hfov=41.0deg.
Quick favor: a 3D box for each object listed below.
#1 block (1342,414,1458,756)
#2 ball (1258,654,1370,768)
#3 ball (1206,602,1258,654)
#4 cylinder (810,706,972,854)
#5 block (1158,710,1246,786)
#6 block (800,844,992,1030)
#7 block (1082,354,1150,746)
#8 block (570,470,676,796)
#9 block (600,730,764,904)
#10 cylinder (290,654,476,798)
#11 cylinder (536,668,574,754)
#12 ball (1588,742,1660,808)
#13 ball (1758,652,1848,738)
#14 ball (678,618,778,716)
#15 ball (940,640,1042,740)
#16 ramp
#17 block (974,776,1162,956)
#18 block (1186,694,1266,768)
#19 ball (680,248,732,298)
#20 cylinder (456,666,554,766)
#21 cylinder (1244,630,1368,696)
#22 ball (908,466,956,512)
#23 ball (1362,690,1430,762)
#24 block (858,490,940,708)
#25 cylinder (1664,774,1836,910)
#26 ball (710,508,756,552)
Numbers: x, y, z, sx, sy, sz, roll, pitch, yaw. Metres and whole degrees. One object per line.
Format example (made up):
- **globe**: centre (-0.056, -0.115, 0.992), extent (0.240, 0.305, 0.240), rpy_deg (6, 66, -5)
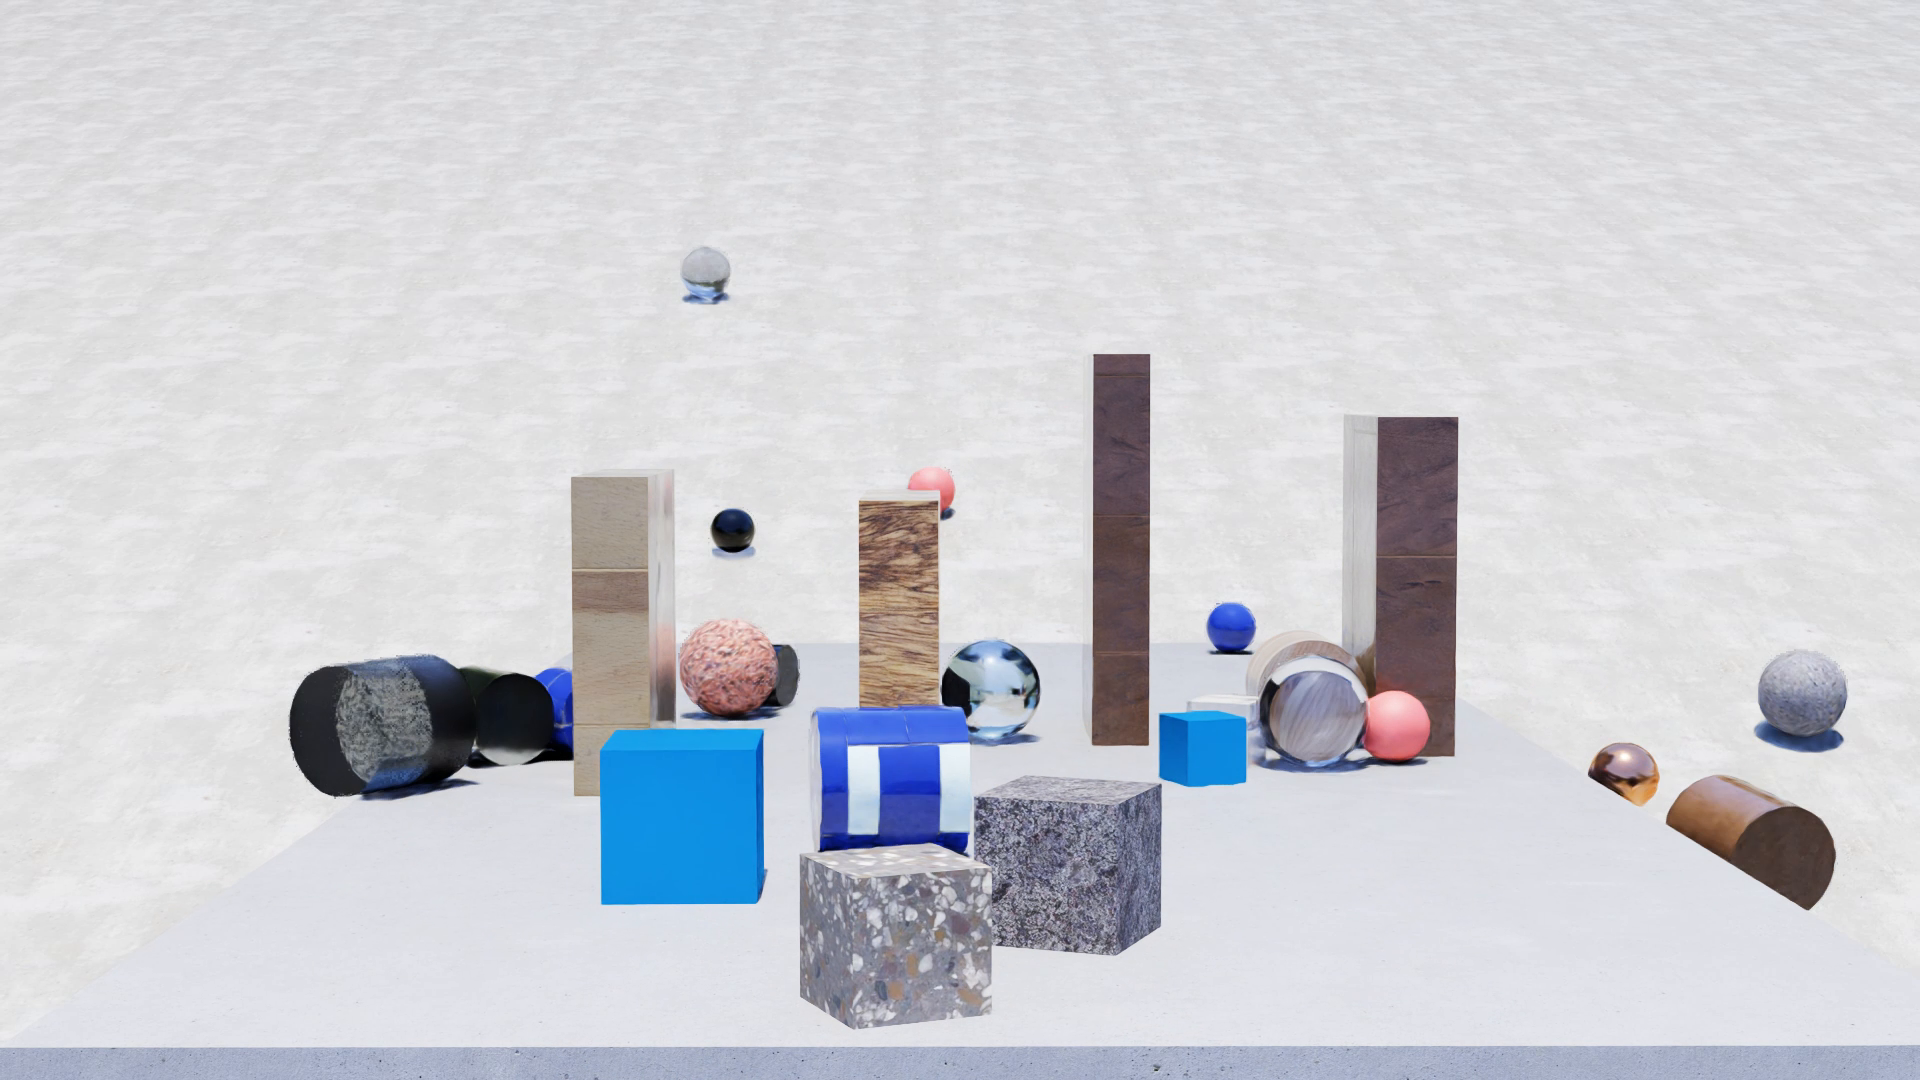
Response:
- **block**: centre (0.798, 0.072, 4.689), extent (0.141, 0.597, 0.392), rpy_deg (0, 3, 0)
- **ball**: centre (0.605, 0.292, 4.393), extent (0.191, 0.191, 0.191), rpy_deg (0, 20, 0)
- **ball**: centre (0.662, 0.214, 6.269), extent (0.125, 0.125, 0.125), rpy_deg (0, 20, 0)
- **cylinder**: centre (-0.099, 0.335, 3.572), extent (0.204, 0.204, 0.204), rpy_deg (0, 20, -8)
- **block**: centre (0.400, 0.344, 4.242), extent (0.107, 0.107, 0.107), rpy_deg (-1, 4, -22)
- **block**: centre (-0.069, 0.413, 2.696), extent (0.154, 0.154, 0.154), rpy_deg (-2, 4, -24)
- **block**: centre (0.291, 0.009, 4.807), extent (0.103, 0.708, 0.353), rpy_deg (0, 3, 0)
- **block**: centre (-0.553, 0.143, 4.257), extent (0.122, 0.508, 0.385), rpy_deg (0, 3, 0)
- **block**: centre (-0.356, 0.355, 3.321), extent (0.195, 0.195, 0.195), rpy_deg (0, 3, -2)
- **cylinder**: centre (-0.932, 0.298, 4.154), extent (0.210, 0.210, 0.210), rpy_deg (13, 10, 31)
- **cylinder**: centre (-0.676, 0.305, 4.547), extent (0.149, 0.149, 0.149), rpy_deg (-16, 13, -37)
- **ball**: centre (1.180, 0.420, 4.568), extent (0.123, 0.123, 0.123), rpy_deg (0, 20, 0)
- **ball**: centre (2.034, 0.372, 6.205), extent (0.207, 0.207, 0.207), rpy_deg (0, 20, 0)
- **ball**: centre (-0.457, 0.251, 5.065), extent (0.195, 0.195, 0.195), rpy_deg (0, 20, 0)
- **ball**: centre (0.057, 0.275, 4.725), extent (0.185, 0.185, 0.185), rpy_deg (0, 20, 0)
- **ramp**: centre (0.048, 0.430, 4.533), extent (2.000, 0.100, 4.000), rpy_deg (0, 3, 0)
- **block**: centre (0.129, 0.382, 3.042), extent (0.174, 0.174, 0.174), rpy_deg (1, 4, 22)
- **block**: centre (0.461, 0.330, 4.442), extent (0.110, 0.110, 0.110), rpy_deg (1, 4, 22)
- **ball**: centre (-0.991, -1.042, 10.021), extent (0.200, 0.200, 0.200), rpy_deg (0, 20, 0)
- **cylinder**: centre (-0.815, 0.305, 4.472), extent (0.160, 0.160, 0.160), rpy_deg (-16, 12, -36)
- **cylinder**: centre (0.629, 0.271, 4.681), extent (0.197, 0.197, 0.197), rpy_deg (0, 3, 0)
- **ball**: centre (-0.085, -0.150, 7.700), extent (0.144, 0.144, 0.144), rpy_deg (0, 20, 0)
- **ball**: centre (0.751, 0.323, 4.445), extent (0.124, 0.124, 0.124), rpy_deg (0, 20, 0)
- **block**: centre (-0.102, 0.151, 4.495), extent (0.133, 0.461, 0.449), rpy_deg (0, 3, 0)
- **cylinder**: centre (1.280, 0.501, 4.175), extent (0.195, 0.195, 0.195), rpy_deg (-6, 12, -15)
- **ball**: centre (-0.654, -0.028, 7.392), extent (0.130, 0.130, 0.130), rpy_deg (0, 20, 0)
